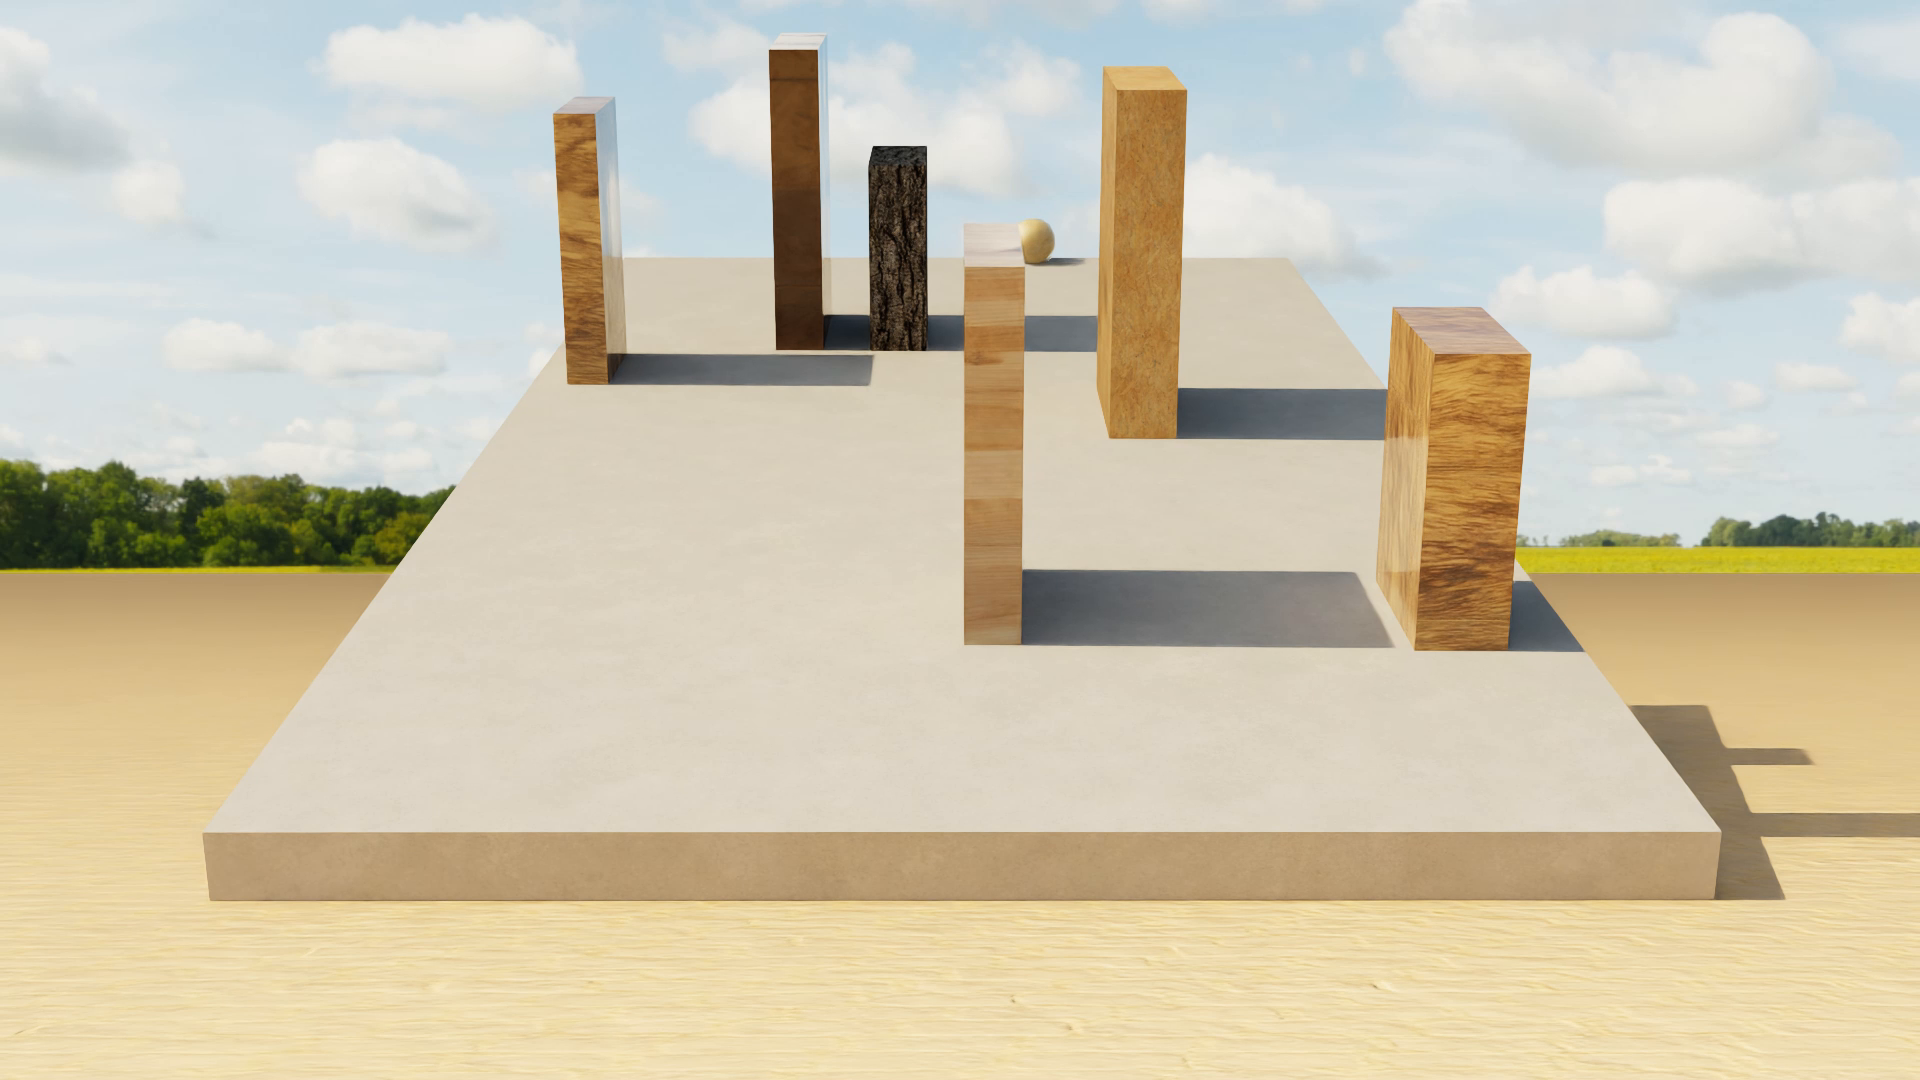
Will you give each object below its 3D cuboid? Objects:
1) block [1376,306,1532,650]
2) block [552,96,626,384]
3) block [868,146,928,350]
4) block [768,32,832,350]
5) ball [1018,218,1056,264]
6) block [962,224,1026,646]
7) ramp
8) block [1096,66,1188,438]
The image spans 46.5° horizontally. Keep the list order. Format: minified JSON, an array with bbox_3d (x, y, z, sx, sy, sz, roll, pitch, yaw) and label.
[{"bbox_3d":[0.802,-0.108,3.672,0.149,0.487,0.346,0,18,0],"label":"block"},{"bbox_3d":[-0.872,-0.713,5.297,0.095,0.629,0.319,0,18,0],"label":"block"},{"bbox_3d":[-0.154,-0.743,5.665,0.140,0.461,0.340,0,18,0],"label":"block"},{"bbox_3d":[-0.400,-0.889,5.667,0.118,0.737,0.422,0,18,0],"label":"block"},{"bbox_3d":[0.217,-0.890,6.649,0.134,0.134,0.134,0,-1,0],"label":"ball"},{"bbox_3d":[0.052,-0.183,3.691,0.092,0.617,0.382,0,18,0],"label":"block"},{"bbox_3d":[-0.004,-0.186,4.861,2.000,0.100,4.000,0,18,0],"label":"ramp"},{"bbox_3d":[0.391,-0.637,4.895,0.144,0.738,0.448,0,18,0],"label":"block"}]
